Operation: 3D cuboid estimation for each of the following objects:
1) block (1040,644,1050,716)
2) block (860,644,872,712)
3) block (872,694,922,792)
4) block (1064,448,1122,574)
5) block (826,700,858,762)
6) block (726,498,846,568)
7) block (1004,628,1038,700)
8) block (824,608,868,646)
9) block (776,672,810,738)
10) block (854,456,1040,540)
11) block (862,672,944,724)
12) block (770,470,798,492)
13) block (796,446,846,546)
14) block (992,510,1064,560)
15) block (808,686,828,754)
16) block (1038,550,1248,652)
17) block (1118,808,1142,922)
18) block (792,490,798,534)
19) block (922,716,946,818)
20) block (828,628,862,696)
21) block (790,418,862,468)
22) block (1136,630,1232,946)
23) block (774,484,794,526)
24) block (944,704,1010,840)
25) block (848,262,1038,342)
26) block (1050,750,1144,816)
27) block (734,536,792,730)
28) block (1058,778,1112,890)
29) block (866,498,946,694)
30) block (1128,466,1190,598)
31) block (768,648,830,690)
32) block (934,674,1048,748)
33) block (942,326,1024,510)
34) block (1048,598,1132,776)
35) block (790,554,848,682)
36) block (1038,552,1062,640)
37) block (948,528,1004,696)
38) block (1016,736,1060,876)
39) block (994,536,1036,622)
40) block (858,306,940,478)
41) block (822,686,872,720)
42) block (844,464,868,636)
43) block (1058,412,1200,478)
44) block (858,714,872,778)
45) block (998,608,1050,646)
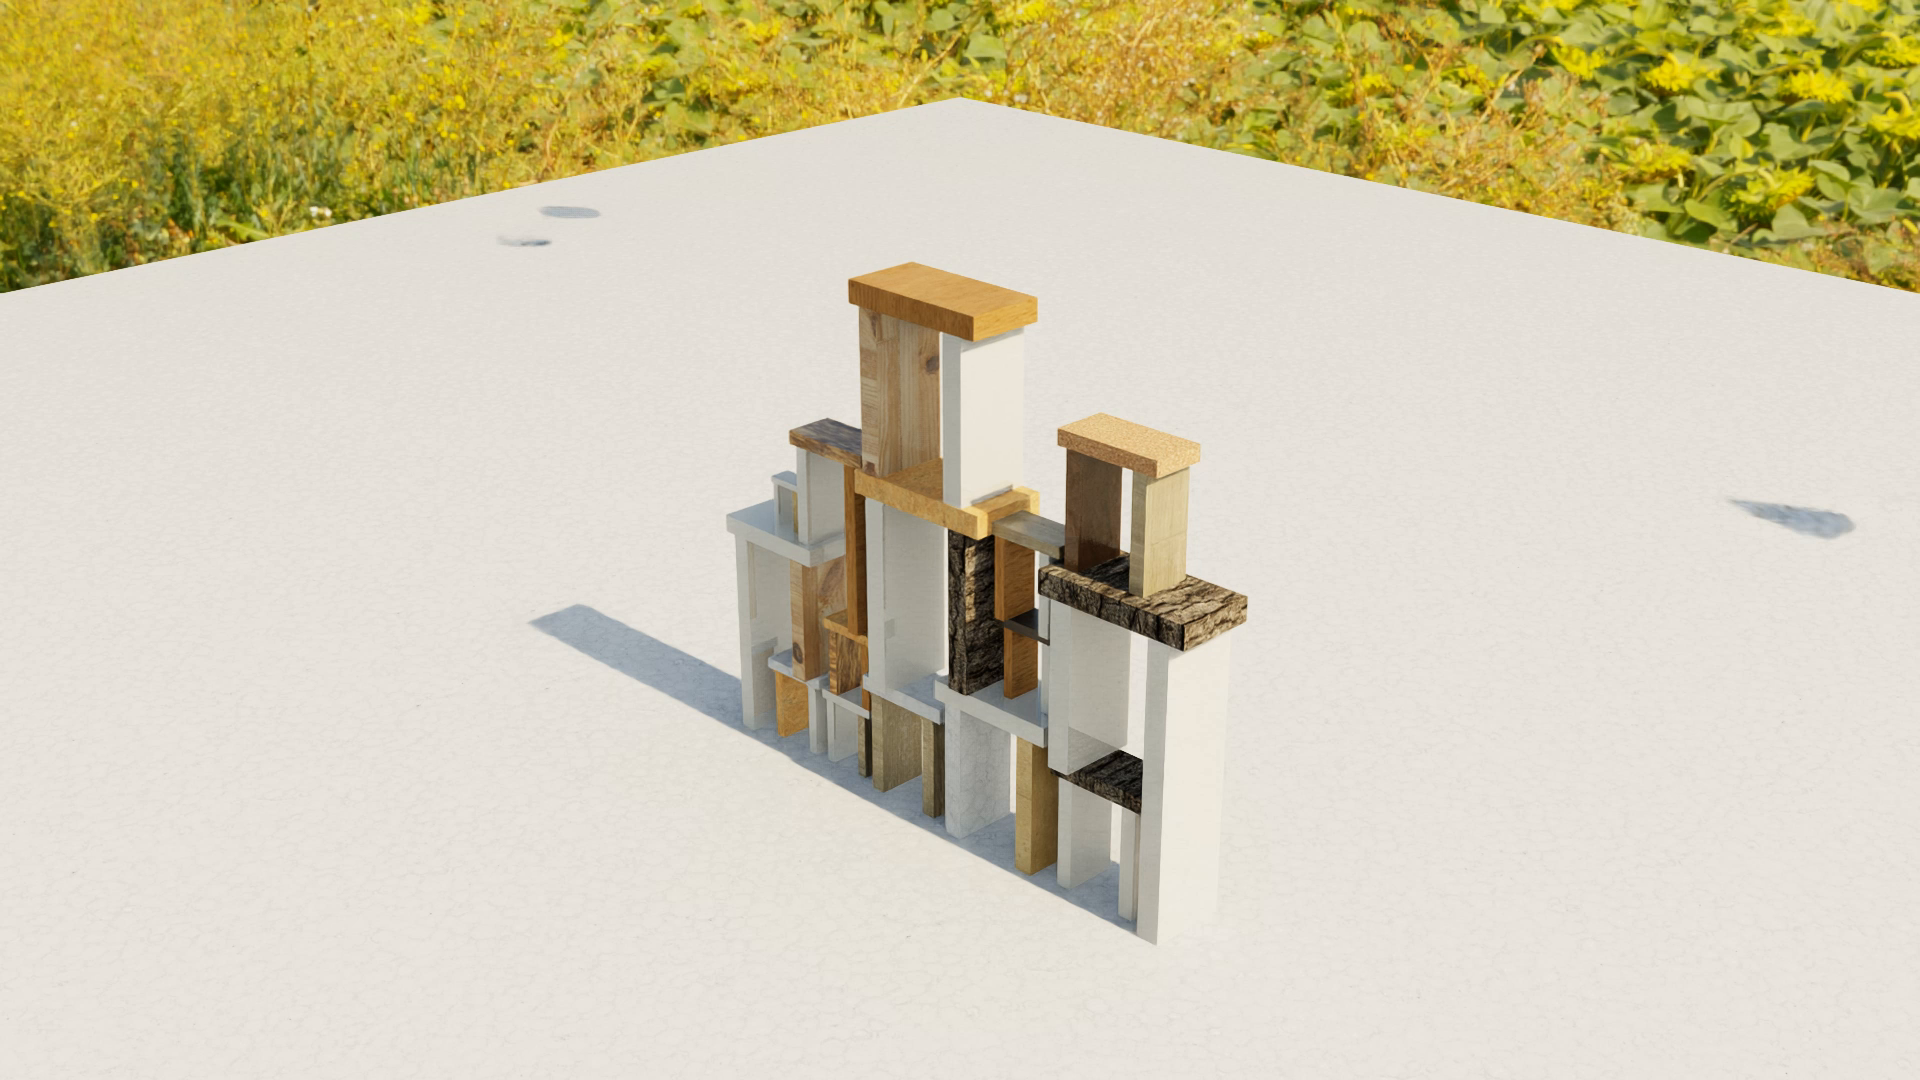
[{"bbox_3d":[0.186,0.251,4.136,0.021,0.146,0.073,21,31,40],"label":"block"},{"bbox_3d":[-0.168,0.271,4.515,0.021,0.148,0.074,21,31,41],"label":"block"},{"bbox_3d":[-0.130,0.399,4.536,0.031,0.222,0.111,21,31,41],"label":"block"},{"bbox_3d":[0.240,-0.067,3.943,0.115,0.230,0.033,-21,31,-40],"label":"block"},{"bbox_3d":[-0.247,0.392,4.653,0.020,0.143,0.072,21,31,41],"label":"block"},{"bbox_3d":[-0.352,-0.017,4.600,0.135,0.038,0.269,-21,31,-40],"label":"block"},{"bbox_3d":[0.117,0.225,4.200,0.021,0.146,0.073,21,31,41],"label":"block"},{"bbox_3d":[-0.203,0.180,4.514,0.148,0.021,0.074,21,31,41],"label":"block"},{"bbox_3d":[-0.359,0.340,4.756,0.022,0.158,0.079,21,31,41],"label":"block"},{"bbox_3d":[-0.027,-0.091,4.214,0.335,0.047,0.167,21,31,40],"label":"block"},{"bbox_3d":[-0.080,0.303,4.436,0.222,0.031,0.111,21,31,41],"label":"block"},{"bbox_3d":[-0.343,-0.120,4.540,0.046,0.013,0.093,-21,31,-40],"label":"block"},{"bbox_3d":[-0.282,-0.102,4.484,0.105,0.210,0.030,-21,31,-40],"label":"block"},{"bbox_3d":[0.149,-0.011,4.050,0.169,0.024,0.085,21,31,41],"label":"block"},{"bbox_3d":[-0.285,0.369,4.687,0.022,0.158,0.079,21,31,41],"label":"block"},{"bbox_3d":[0.322,0.098,3.911,0.171,0.049,0.343,-22,31,-41],"label":"block"},{"bbox_3d":[0.348,0.582,4.091,0.033,0.232,0.116,21,31,41],"label":"block"},{"bbox_3d":[-0.322,-0.063,4.541,0.046,0.093,0.013,-21,32,-40],"label":"block"},{"bbox_3d":[-0.025,0.440,4.439,0.031,0.222,0.111,21,31,41],"label":"block"},{"bbox_3d":[-0.238,0.244,4.579,0.021,0.148,0.074,21,31,41],"label":"block"},{"bbox_3d":[-0.232,-0.193,4.391,0.210,0.030,0.105,21,31,40],"label":"block"},{"bbox_3d":[0.403,0.432,3.965,0.049,0.608,0.171,21,31,41],"label":"block"},{"bbox_3d":[-0.366,-0.080,4.582,0.046,0.093,0.013,-21,31,-40],"label":"block"},{"bbox_3d":[0.036,0.435,4.365,0.041,0.289,0.144,21,31,41],"label":"block"},{"bbox_3d":[-0.034,-0.444,4.074,0.166,0.047,0.332,-22,31,-40],"label":"block"},{"bbox_3d":[0.293,0.439,4.090,0.232,0.033,0.116,21,31,41],"label":"block"},{"bbox_3d":[-0.413,0.183,4.753,0.135,0.450,0.038,-21,31,-41],"label":"block"},{"bbox_3d":[0.239,0.540,4.192,0.033,0.232,0.116,21,31,41],"label":"block"},{"bbox_3d":[-0.107,0.089,4.374,0.167,0.411,0.047,-21,31,-40],"label":"block"},{"bbox_3d":[0.348,-0.025,3.843,0.115,0.230,0.033,-22,31,-41],"label":"block"},{"bbox_3d":[-0.326,0.272,4.685,0.158,0.022,0.079,20,30,39],"label":"block"},{"bbox_3d":[0.104,0.310,4.238,0.289,0.041,0.144,21,31,41],"label":"block"},{"bbox_3d":[0.043,-0.239,4.076,0.047,0.332,0.166,21,31,40],"label":"block"},{"bbox_3d":[0.241,0.246,4.062,0.171,0.343,0.049,-21,31,-41],"label":"block"},{"bbox_3d":[-0.289,0.150,4.601,0.135,0.269,0.038,-21,31,-40],"label":"block"},{"bbox_3d":[0.183,0.091,4.057,0.024,0.169,0.085,21,31,41],"label":"block"},{"bbox_3d":[0.053,0.115,4.216,0.167,0.335,0.047,-22,31,-40],"label":"block"},{"bbox_3d":[0.172,0.489,4.239,0.041,0.289,0.144,21,31,41],"label":"block"},{"bbox_3d":[0.103,0.060,4.131,0.024,0.169,0.085,21,31,41],"label":"block"},{"bbox_3d":[-0.114,-0.300,4.220,0.166,0.332,0.047,-21,31,-40],"label":"block"},{"bbox_3d":[-0.213,0.330,4.590,0.143,0.020,0.072,21,31,41],"label":"block"},{"bbox_3d":[-0.181,0.008,4.424,0.105,0.366,0.030,-21,31,-41],"label":"block"},{"bbox_3d":[0.294,-0.167,3.841,0.115,0.033,0.230,-21,31,-40],"label":"block"},{"bbox_3d":[-0.179,0.419,4.591,0.020,0.143,0.072,21,31,41],"label":"block"},{"bbox_3d":[0.151,0.161,4.135,0.073,0.021,0.146,-22,31,-40],"label":"block"}]
